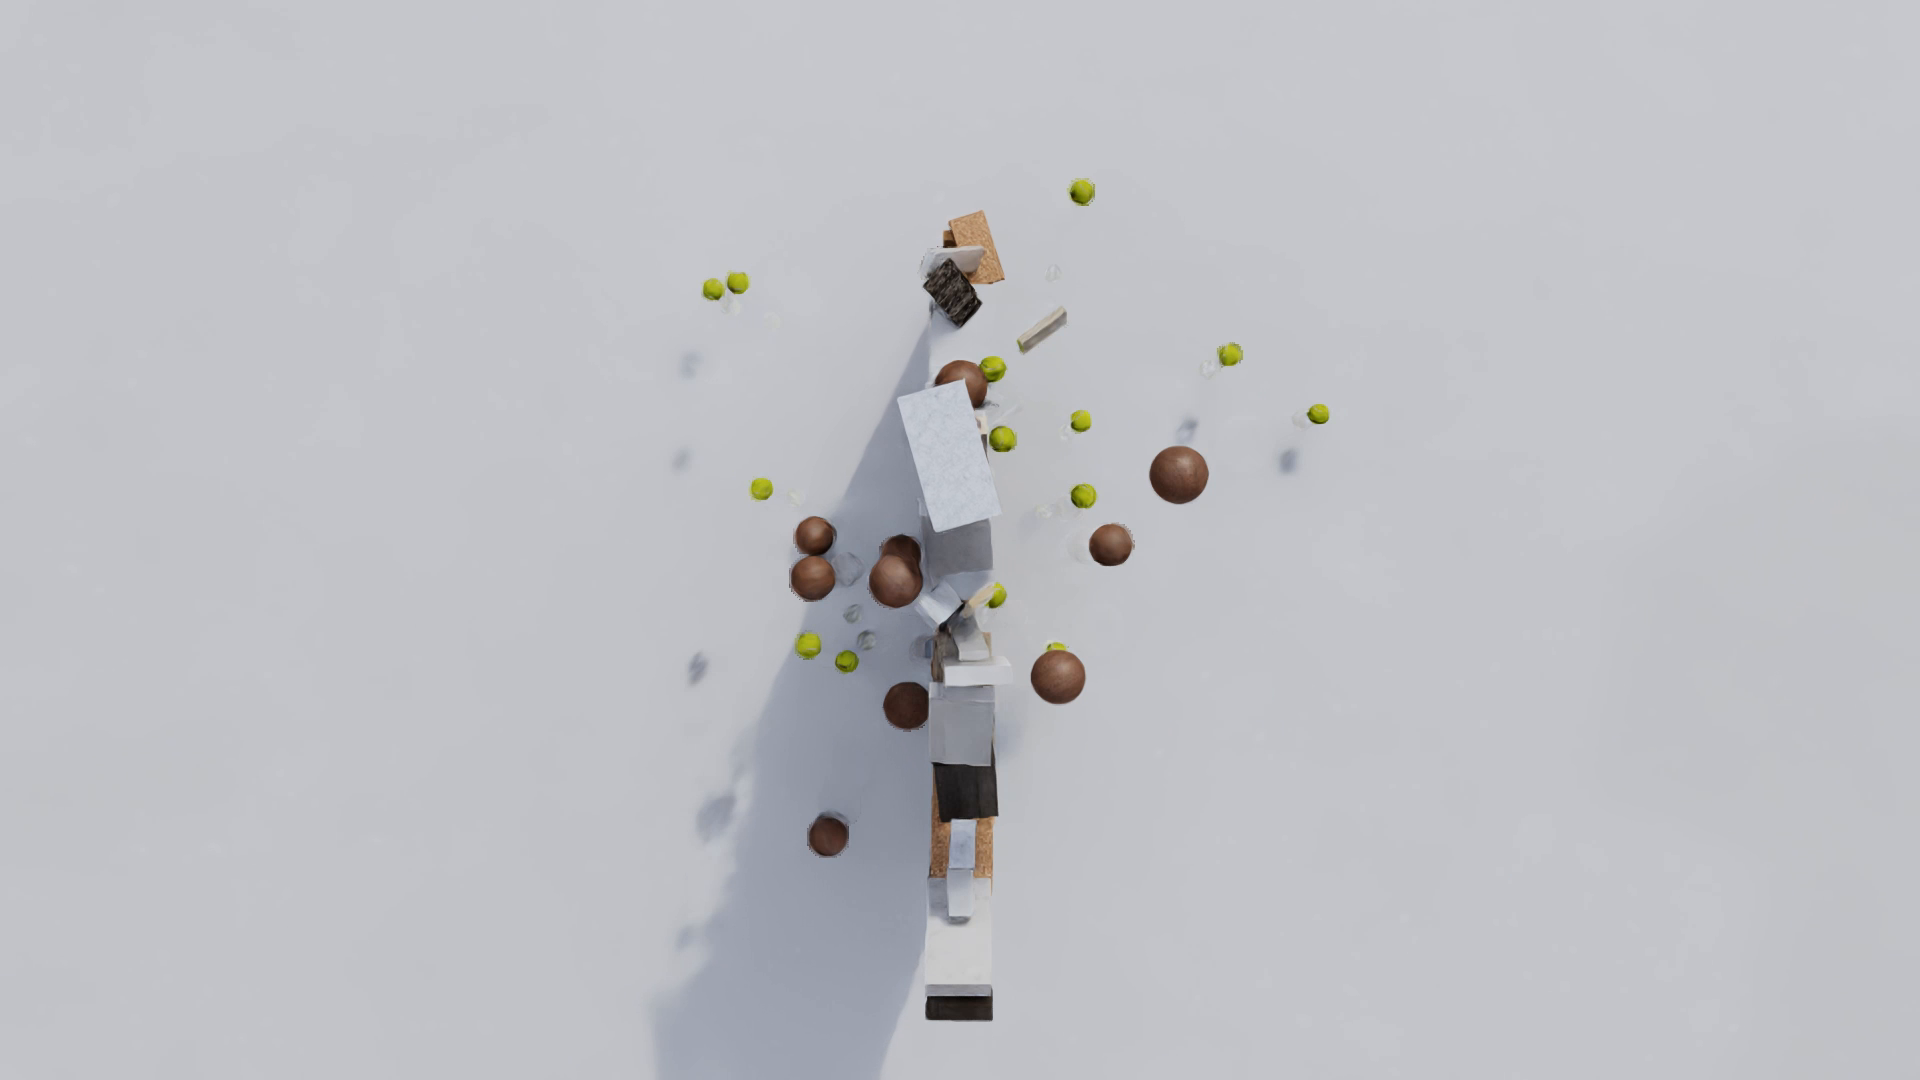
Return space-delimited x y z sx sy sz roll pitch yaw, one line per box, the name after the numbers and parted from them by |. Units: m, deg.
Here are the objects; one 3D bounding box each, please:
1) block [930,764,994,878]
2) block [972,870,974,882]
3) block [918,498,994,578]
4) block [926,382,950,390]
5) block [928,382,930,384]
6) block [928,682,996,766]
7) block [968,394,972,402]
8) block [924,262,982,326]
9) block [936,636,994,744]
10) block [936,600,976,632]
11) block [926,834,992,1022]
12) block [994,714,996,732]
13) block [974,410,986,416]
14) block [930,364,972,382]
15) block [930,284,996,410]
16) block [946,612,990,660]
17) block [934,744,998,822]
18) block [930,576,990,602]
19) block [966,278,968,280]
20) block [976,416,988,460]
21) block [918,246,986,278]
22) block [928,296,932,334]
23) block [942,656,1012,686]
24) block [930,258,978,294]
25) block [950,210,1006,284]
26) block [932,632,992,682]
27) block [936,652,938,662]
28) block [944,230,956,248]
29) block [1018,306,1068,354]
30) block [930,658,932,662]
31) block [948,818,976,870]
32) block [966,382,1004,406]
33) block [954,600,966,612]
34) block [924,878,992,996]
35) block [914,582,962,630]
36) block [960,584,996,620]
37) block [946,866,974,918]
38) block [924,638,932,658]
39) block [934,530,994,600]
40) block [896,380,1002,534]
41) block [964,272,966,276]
0.007 0.801 4.590 0.173 0.049 0.346 1 90 -1 | block
0.005 0.850 4.434 0.066 0.019 0.132 1 98 0 | block
-0.006 -0.011 4.005 0.162 0.324 0.046 -7 62 0 | block
-0.043 -0.327 4.245 0.094 0.227 0.027 -1 131 1 | block
-0.003 -0.396 4.550 0.163 0.327 0.046 2 90 0 | block
0.002 0.456 4.052 0.157 0.314 0.044 4 54 2 | block
-0.015 -0.280 4.120 0.094 0.027 0.188 -3 60 0 | block
-0.018 -0.634 4.271 0.085 0.169 0.024 -46 46 1 | block
0.014 0.390 4.252 0.139 0.039 0.277 -2 90 -1 | block
-0.008 0.148 4.562 0.108 0.030 0.215 3 90 0 | block
-0.002 1.018 4.817 0.173 1.118 0.049 0 113 0 | block
0.021 0.480 4.411 0.139 0.277 0.039 -1 89 -1 | block
0.002 -0.321 4.893 0.151 0.043 0.302 -1 89 0 | block
-0.021 -0.428 4.250 0.085 0.169 0.024 11 94 7 | block
0.005 -0.510 4.364 0.163 0.046 0.327 2 90 0 | block
0.016 0.243 4.220 0.073 0.414 0.021 -3 101 -5 | block
0.017 0.642 4.329 0.157 0.314 0.044 -6 54 -1 | block
0.001 0.011 4.817 0.170 0.048 0.340 0 90 0 | block
-0.002 -0.717 4.728 0.100 0.200 0.028 -2 87 -1 | block
-0.014 -0.201 4.005 0.162 0.324 0.046 -3 66 0 | block
-0.017 -0.744 4.403 0.020 0.398 0.070 29 109 12 | block
-0.003 -0.624 4.608 0.163 0.441 0.046 -1 89 0 | block
0.038 0.318 4.036 0.157 0.393 0.044 -1 89 -2 | block
-0.017 -0.663 4.284 0.070 0.140 0.020 -43 46 0 | block
0.048 -0.811 4.614 0.100 0.028 0.200 -18 90 0 | block
0.007 0.422 4.573 0.164 0.047 0.329 -1 90 -1 | block
0.006 0.293 4.411 0.139 0.277 0.039 -4 90 -1 | block
0.003 -0.852 5.064 0.100 0.871 0.028 0 89 0 | block
0.205 -0.521 4.100 0.139 0.070 0.020 -37 73 -5 | block
-0.009 0.388 5.130 0.160 0.320 0.045 -1 90 -1 | block
0.007 0.806 4.364 0.066 0.019 0.132 2 61 3 | block
0.052 -0.374 4.202 0.085 0.169 0.024 25 90 -14 | block
-0.012 0.181 4.427 0.052 0.015 0.103 -14 98 -3 | block
-0.003 1.054 4.402 0.173 0.347 0.049 0 130 1 | block
-0.052 0.159 4.001 0.073 0.146 0.021 49 120 0 | block
0.044 0.155 4.079 0.073 0.146 0.021 -37 84 -14 | block
0.001 0.932 4.380 0.066 0.019 0.132 -2 91 1 | block
-0.018 0.308 4.761 0.164 0.329 0.047 -3 88 -1 | block
0.004 0.002 4.181 0.150 0.043 0.301 -3 90 0 | block
-0.024 -0.194 3.825 0.162 0.046 0.324 -16 90 0 | block
0.003 -0.646 4.853 0.171 0.048 0.341 -1 90 0 | block
